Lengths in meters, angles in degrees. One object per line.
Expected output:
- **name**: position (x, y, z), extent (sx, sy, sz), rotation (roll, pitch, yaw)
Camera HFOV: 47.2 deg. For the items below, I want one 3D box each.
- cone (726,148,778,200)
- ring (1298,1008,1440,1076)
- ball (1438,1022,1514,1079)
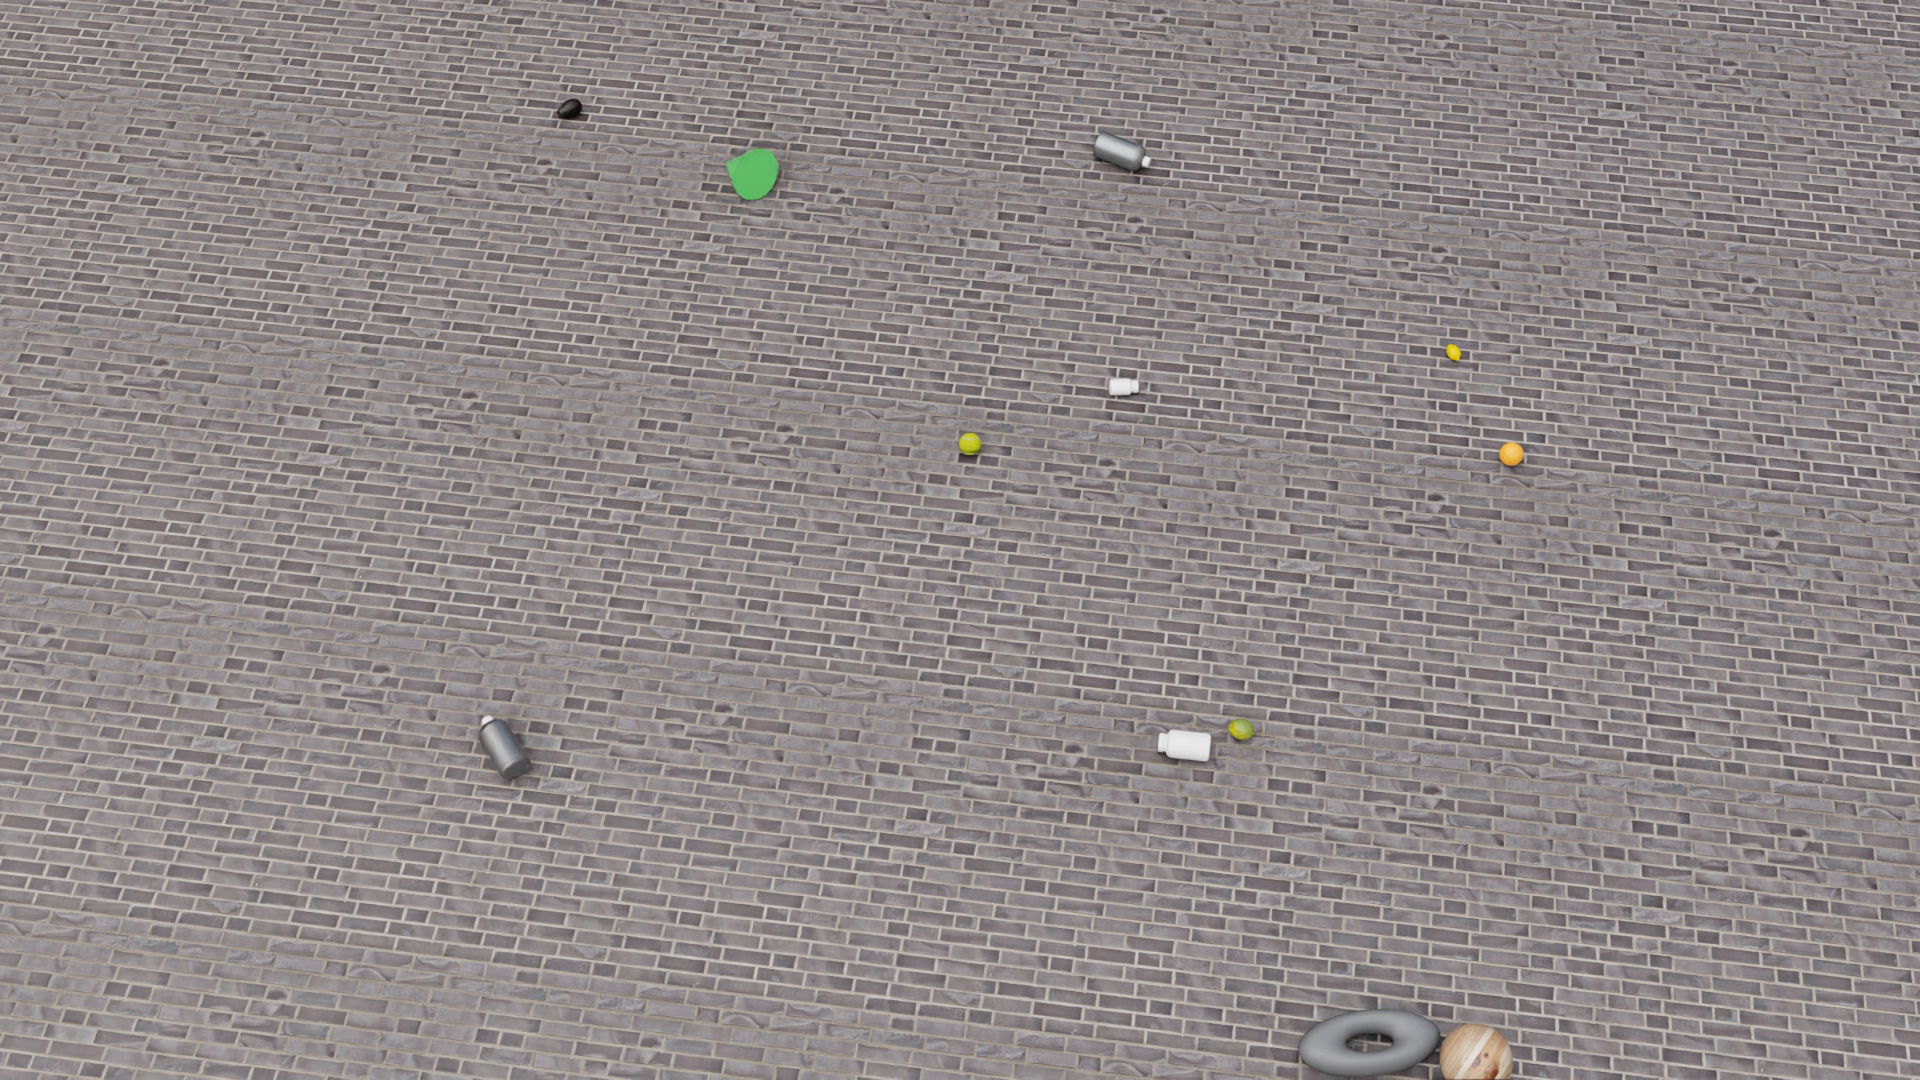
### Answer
- **cone**: position (-0.734, -1.246, 7.364), extent (0.180, 0.165, 0.188), rotation (-48, 43, -12)
- **ring**: position (1.053, 1.293, 5.655), extent (0.374, 0.087, 0.171), rotation (-6, 55, -4)
- **ball**: position (1.309, 1.319, 5.578), extent (0.184, 0.184, 0.184), rotation (0, 56, 0)
